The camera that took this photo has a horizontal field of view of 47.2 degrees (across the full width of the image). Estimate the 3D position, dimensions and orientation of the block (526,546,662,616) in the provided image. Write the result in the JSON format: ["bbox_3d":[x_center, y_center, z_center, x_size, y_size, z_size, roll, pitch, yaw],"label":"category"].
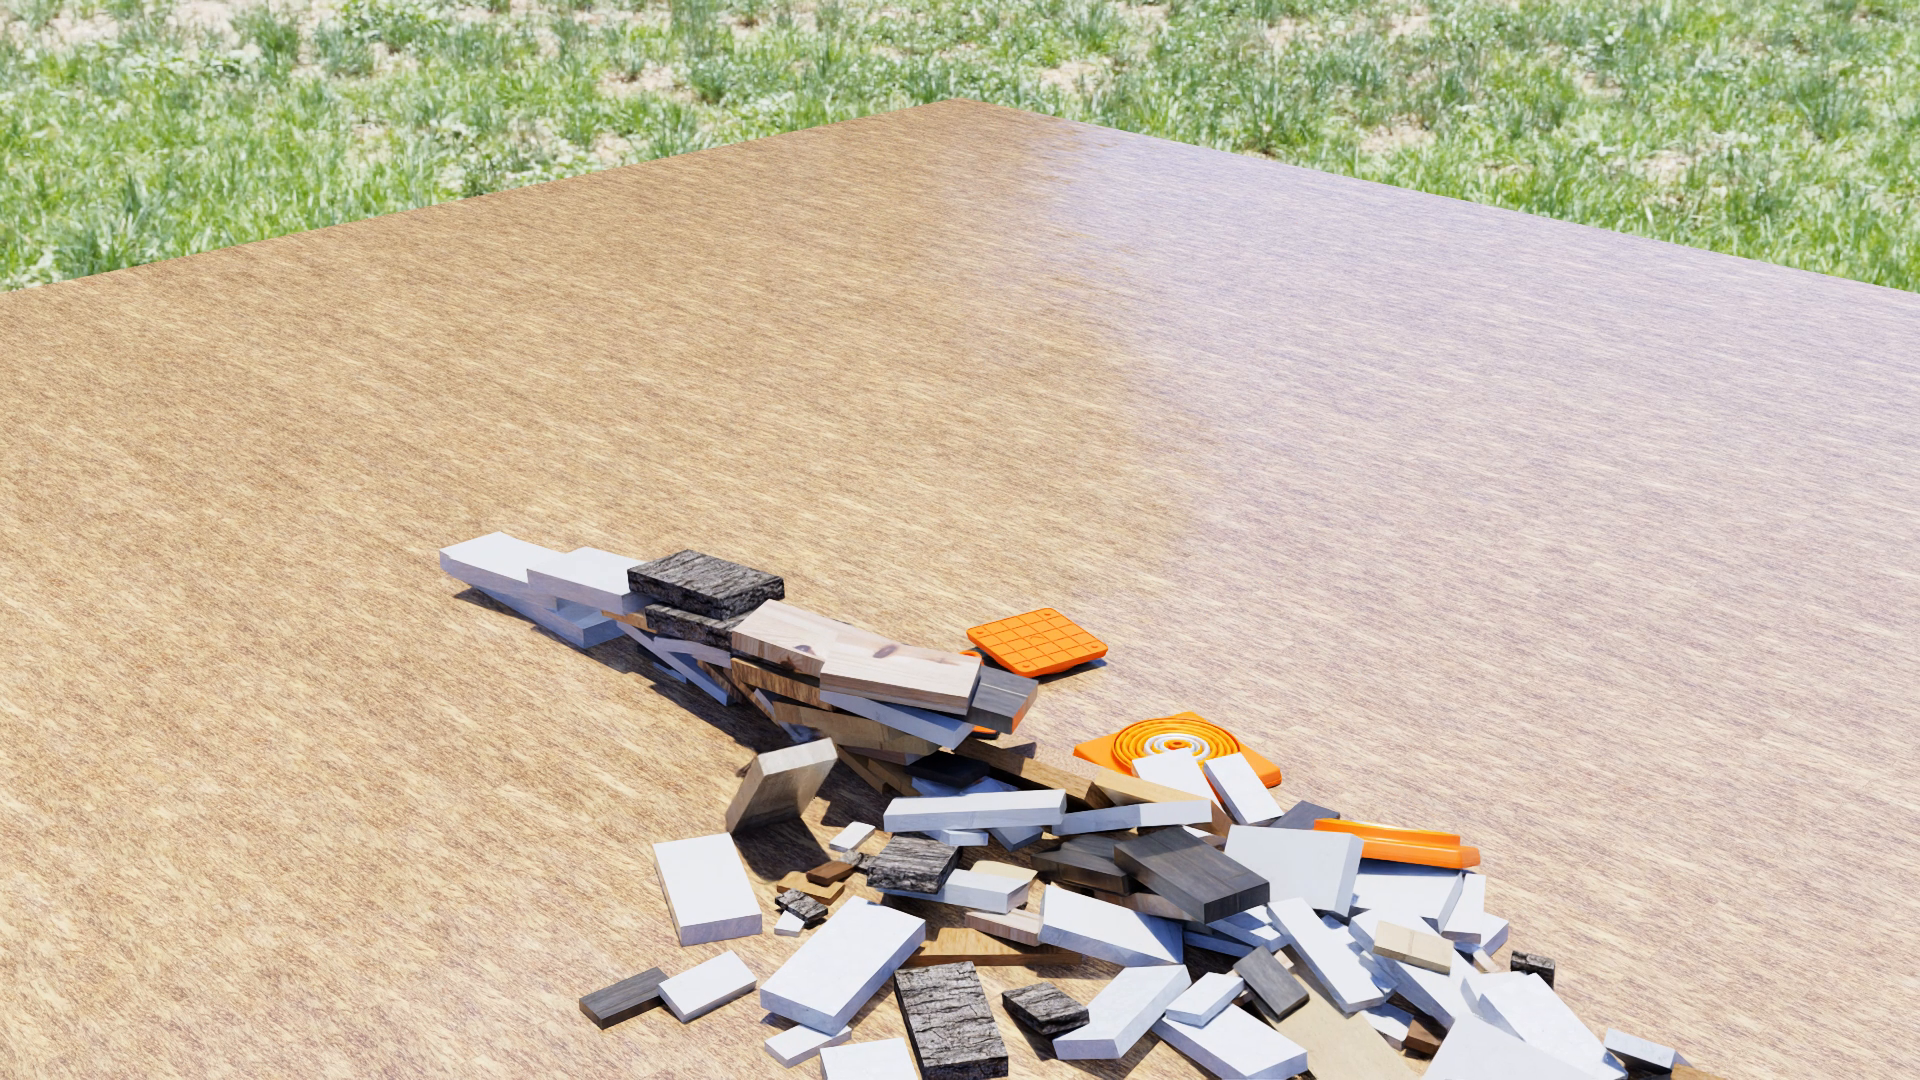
[{"bbox_3d":[-0.835,0.094,5.163,0.359,0.051,0.180,12,25,42],"label":"block"}]

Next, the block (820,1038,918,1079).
[{"bbox_3d":[-0.132,0.913,3.557,0.142,0.040,0.283,-5,24,-12],"label":"block"}]

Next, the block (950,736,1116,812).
[{"bbox_3d":[0.148,0.480,4.455,0.319,0.040,0.142,17,-16,31],"label":"block"}]

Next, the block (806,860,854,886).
[{"bbox_3d":[-0.248,0.637,4.213,0.048,0.014,0.096,12,12,29],"label":"block"}]

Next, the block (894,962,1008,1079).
[{"bbox_3d":[-0.018,0.825,3.766,0.142,0.040,0.283,-5,23,-11],"label":"block"}]

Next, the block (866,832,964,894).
[{"bbox_3d":[-0.081,0.605,4.133,0.130,0.037,0.350,5,4,7],"label":"block"}]

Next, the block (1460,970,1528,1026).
[{"bbox_3d":[0.926,0.810,3.622,0.116,0.033,0.232,-1,36,-16],"label":"block"}]

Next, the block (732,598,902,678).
[{"bbox_3d":[-0.293,0.216,4.504,0.315,0.042,0.148,17,32,21],"label":"block"}]

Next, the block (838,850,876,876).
[{"bbox_3d":[-0.184,0.628,4.263,0.097,0.014,0.049,12,26,26],"label":"block"}]

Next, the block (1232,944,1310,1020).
[{"bbox_3d":[0.535,0.760,3.783,0.066,0.019,0.131,-32,43,-13],"label":"block"}]

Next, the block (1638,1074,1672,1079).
[{"bbox_3d":[1.078,0.885,3.456,0.091,0.026,0.183,-15,-1,17],"label":"block"}]

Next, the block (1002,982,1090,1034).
[{"bbox_3d":[0.146,0.802,3.774,0.088,0.025,0.175,-9,8,-20],"label":"block"}]

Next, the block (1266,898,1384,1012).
[{"bbox_3d":[0.626,0.713,3.791,0.071,0.020,0.267,-7,33,-24],"label":"block"}]

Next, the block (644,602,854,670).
[{"bbox_3d":[-0.462,0.188,4.782,0.174,0.049,0.533,-19,20,-38],"label":"block"}]

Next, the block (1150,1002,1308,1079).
[{"bbox_3d":[0.449,0.840,3.696,0.127,0.036,0.263,-14,20,-29],"label":"block"}]

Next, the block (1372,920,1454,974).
[{"bbox_3d":[0.775,0.696,3.762,0.131,0.019,0.066,15,35,8],"label":"block"}]

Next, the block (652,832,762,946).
[{"bbox_3d":[-0.480,0.657,4.157,0.151,0.043,0.302,-7,24,-16],"label":"block"}]

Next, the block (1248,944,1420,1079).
[{"bbox_3d":[0.624,0.841,3.673,0.130,0.037,0.509,-28,29,-8],"label":"block"}]

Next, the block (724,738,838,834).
[{"bbox_3d":[-0.352,0.482,4.294,0.151,0.302,0.043,-11,66,-25],"label":"block"}]

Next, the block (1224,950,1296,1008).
[{"bbox_3d":[0.512,0.762,3.829,0.134,0.019,0.067,-28,29,-9],"label":"block"}]

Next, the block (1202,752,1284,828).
[{"bbox_3d":[0.572,0.509,4.449,0.088,0.025,0.175,-10,45,-26],"label":"block"}]

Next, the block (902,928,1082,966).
[{"bbox_3d":[0.053,0.738,3.990,0.331,0.024,0.085,0,23,-1],"label":"block"}]

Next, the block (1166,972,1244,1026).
[{"bbox_3d":[0.420,0.785,3.767,0.071,0.020,0.142,2,18,38],"label":"block"}]

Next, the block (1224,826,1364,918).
[{"bbox_3d":[0.595,0.599,3.993,0.040,0.142,0.284,30,-21,-36],"label":"block"}]

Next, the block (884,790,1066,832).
[{"bbox_3d":[0.031,0.528,4.293,0.343,0.035,0.122,-4,9,9],"label":"block"}]

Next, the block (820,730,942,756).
[{"bbox_3d":[-0.135,0.385,4.548,0.284,0.040,0.142,3,21,38],"label":"block"}]

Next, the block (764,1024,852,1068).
[{"bbox_3d":[-0.258,0.849,3.735,0.134,0.019,0.067,-18,29,-36],"label":"block"}]

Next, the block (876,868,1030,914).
[{"bbox_3d":[-0.014,0.648,4.121,0.259,0.037,0.130,6,4,20],"label":"block"}]

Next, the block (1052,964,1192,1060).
[{"bbox_3d":[0.278,0.806,3.757,0.127,0.036,0.255,-12,12,38],"label":"block"}]

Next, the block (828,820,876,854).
[{"bbox_3d":[-0.213,0.589,4.354,0.049,0.014,0.097,12,26,26],"label":"block"}]

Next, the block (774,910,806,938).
[{"bbox_3d":[-0.306,0.704,4.084,0.048,0.014,0.096,6,24,14],"label":"block"}]

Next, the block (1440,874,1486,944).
[{"bbox_3d":[0.900,0.661,3.957,0.083,0.023,0.166,3,30,15],"label":"block"}]

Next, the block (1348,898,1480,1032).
[{"bbox_3d":[0.865,0.794,3.689,0.116,0.033,0.513,-15,41,-31],"label":"block"}]

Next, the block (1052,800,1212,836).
[{"bbox_3d":[0.319,0.529,4.173,0.142,0.040,0.418,-1,-9,-21],"label":"block"}]

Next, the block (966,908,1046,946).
[{"bbox_3d":[0.101,0.701,4.007,0.170,0.024,0.085,7,11,43],"label":"block"}]

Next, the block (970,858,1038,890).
[{"bbox_3d":[0.083,0.644,4.221,0.121,0.016,0.058,10,25,22],"label":"block"}]

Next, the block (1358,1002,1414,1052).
[{"bbox_3d":[0.716,0.824,3.790,0.155,0.022,0.077,20,30,39],"label":"block"}]

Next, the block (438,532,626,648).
[{"bbox_3d":[-1.036,0.116,5.422,0.180,0.051,0.645,-20,30,-39],"label":"block"}]

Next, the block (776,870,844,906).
[{"bbox_3d":[-0.284,0.661,4.181,0.116,0.016,0.058,10,25,23],"label":"block"}]

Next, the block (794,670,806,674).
[{"bbox_3d":[-0.282,0.263,4.568,0.112,0.016,0.056,2,19,28],"label":"block"}]

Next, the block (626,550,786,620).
[{"bbox_3d":[-0.571,0.098,4.926,0.174,0.049,0.348,-20,24,-40],"label":"block"}]

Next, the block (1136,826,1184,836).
[{"bbox_3d":[0.394,0.573,4.295,0.083,0.023,0.166,-23,40,-3],"label":"block"}]

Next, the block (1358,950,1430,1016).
[{"bbox_3d":[0.771,0.748,3.784,0.077,0.022,0.155,-21,45,-41],"label":"block"}]

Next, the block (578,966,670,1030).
[{"bbox_3d":[-0.577,0.800,3.845,0.158,0.022,0.079,-17,28,-35],"label":"block"}]

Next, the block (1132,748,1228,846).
[{"bbox_3d":[0.443,0.520,4.400,0.122,0.035,0.245,-12,39,-12],"label":"block"}]

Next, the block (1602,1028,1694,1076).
[{"bbox_3d":[1.121,0.841,3.575,0.107,0.030,0.214,14,-13,30],"label":"block"}]

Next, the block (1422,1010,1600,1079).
[{"bbox_3d":[0.879,0.863,3.489,0.260,0.037,0.130,22,72,41],"label":"block"}]

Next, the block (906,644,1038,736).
[{"bbox_3d":[-0.007,0.297,4.405,0.295,0.042,0.148,15,31,17],"label":"block"}]
